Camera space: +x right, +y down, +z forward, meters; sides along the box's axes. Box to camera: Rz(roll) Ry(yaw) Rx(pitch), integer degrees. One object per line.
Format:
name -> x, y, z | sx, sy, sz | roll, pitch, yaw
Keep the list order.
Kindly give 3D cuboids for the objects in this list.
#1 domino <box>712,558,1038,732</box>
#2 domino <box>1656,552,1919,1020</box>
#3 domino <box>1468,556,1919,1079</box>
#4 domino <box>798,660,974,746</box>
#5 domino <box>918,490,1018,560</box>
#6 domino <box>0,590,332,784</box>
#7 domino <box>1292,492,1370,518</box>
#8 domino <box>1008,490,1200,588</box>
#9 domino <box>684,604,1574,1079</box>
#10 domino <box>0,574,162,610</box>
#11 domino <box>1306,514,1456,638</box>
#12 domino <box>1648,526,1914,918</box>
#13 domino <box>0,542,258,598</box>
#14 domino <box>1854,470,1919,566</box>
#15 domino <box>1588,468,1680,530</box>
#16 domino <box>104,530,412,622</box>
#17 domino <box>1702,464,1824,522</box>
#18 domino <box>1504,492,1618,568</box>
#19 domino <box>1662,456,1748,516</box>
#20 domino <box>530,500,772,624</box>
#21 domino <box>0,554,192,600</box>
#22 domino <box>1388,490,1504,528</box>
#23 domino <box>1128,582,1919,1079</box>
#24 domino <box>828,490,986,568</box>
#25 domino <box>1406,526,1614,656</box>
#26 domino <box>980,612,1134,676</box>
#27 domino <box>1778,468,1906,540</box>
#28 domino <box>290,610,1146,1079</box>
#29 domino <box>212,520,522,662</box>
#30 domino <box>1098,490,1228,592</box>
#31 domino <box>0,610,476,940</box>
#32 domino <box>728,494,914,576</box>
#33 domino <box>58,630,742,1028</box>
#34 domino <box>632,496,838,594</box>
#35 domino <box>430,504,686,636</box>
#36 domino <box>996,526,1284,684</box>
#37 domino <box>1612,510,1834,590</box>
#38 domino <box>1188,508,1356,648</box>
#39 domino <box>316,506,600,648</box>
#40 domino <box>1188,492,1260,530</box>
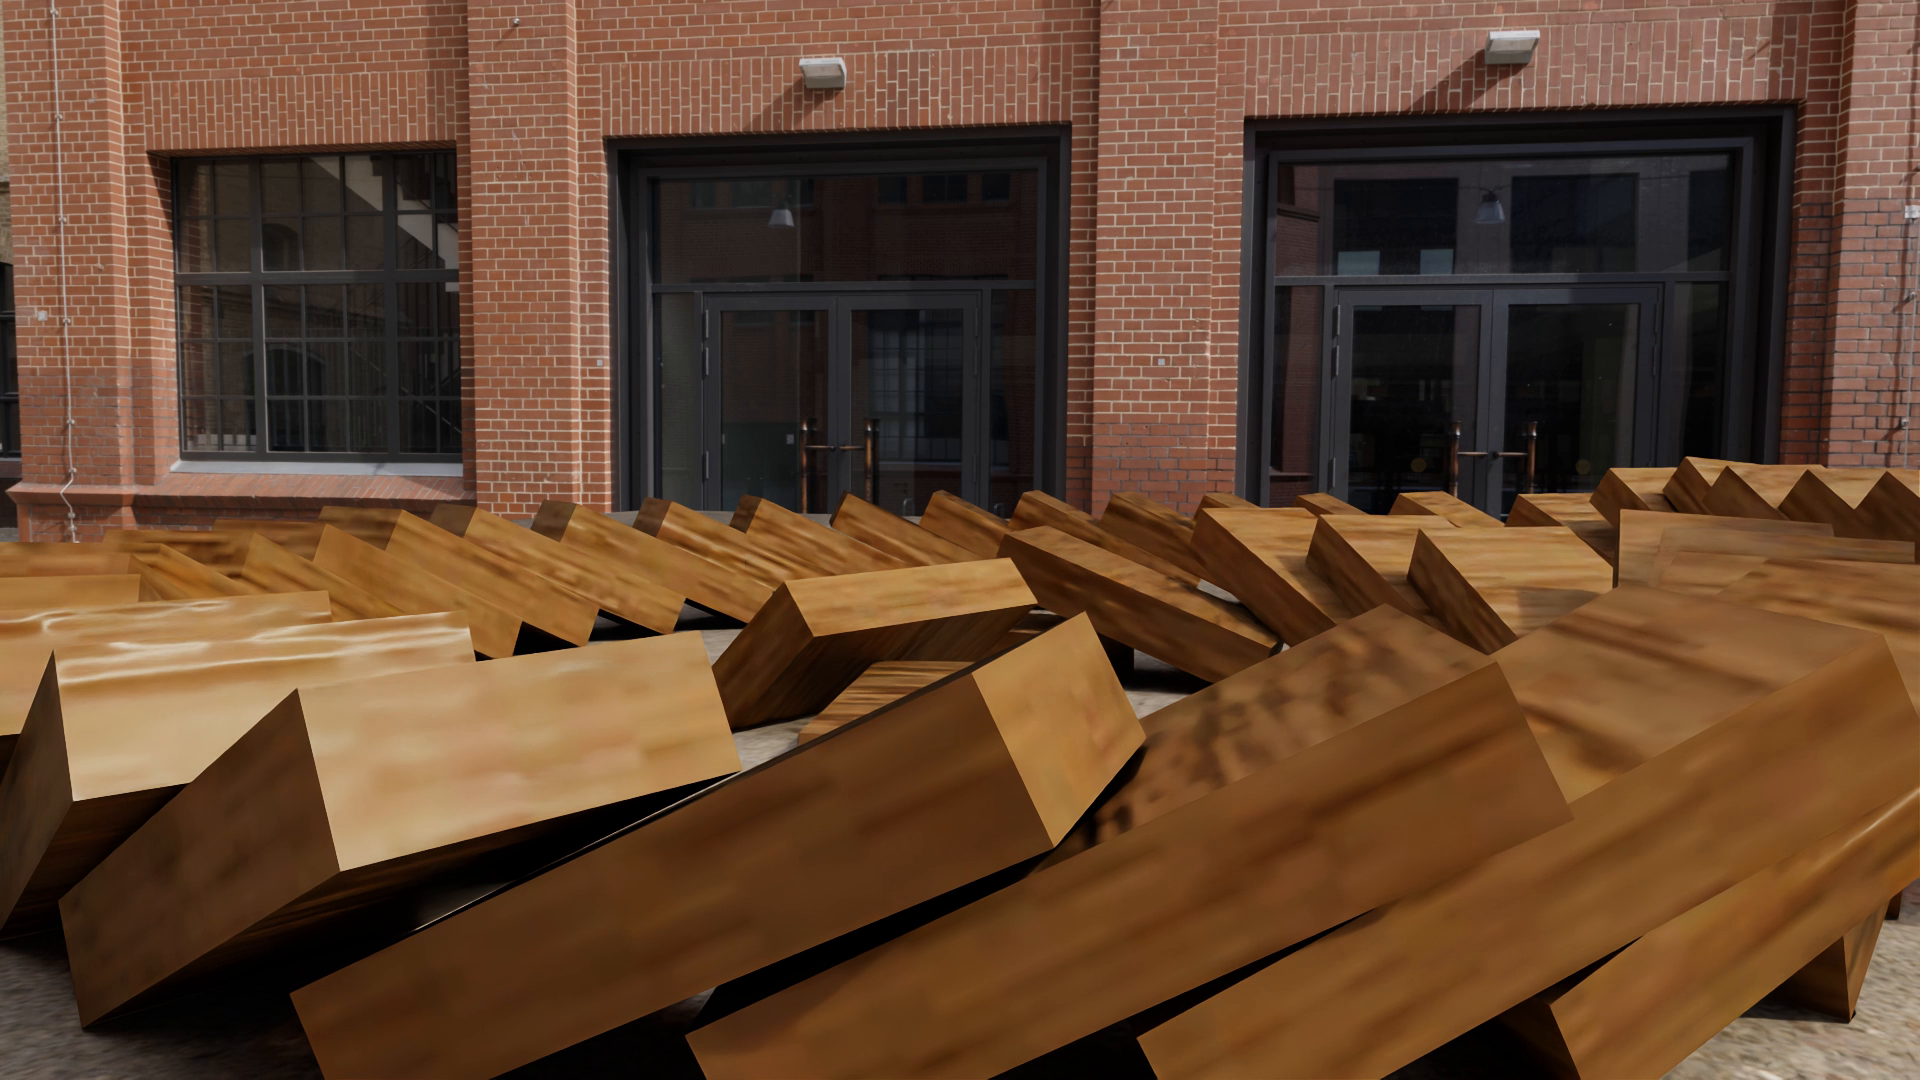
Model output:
domino -> -0.013, 0.016, 0.203 | 0.050, 0.010, 0.025 | -5, -34, -48
domino -> 0.072, 0.018, 0.116 | 0.025, 0.009, 0.050 | 4, 33, 46
domino -> 0.056, 0.019, 0.096 | 0.050, 0.009, 0.025 | -30, 14, -12
domino -> -0.003, 0.025, 0.170 | 0.025, 0.009, 0.050 | 0, 4, 7
domino -> 0.015, 0.002, 0.338 | 0.050, 0.009, 0.025 | 26, 5, 2
domino -> -0.076, 0.019, 0.119 | 0.025, 0.010, 0.050 | -3, -20, -37
domino -> 0.108, 0.004, 0.320 | 0.050, 0.010, 0.025 | 30, 18, 26
domino -> 0.039, 0.002, 0.338 | 0.050, 0.010, 0.025 | 26, 9, 9
domino -> 0.010, 0.021, 0.084 | 0.050, 0.009, 0.025 | -26, 1, 7
domino -> -0.095, 0.017, 0.137 | 0.025, 0.009, 0.050 | -1, -21, -17
domino -> 0.080, 0.012, 0.209 | 0.025, 0.010, 0.050 | 0, 29, -16
domino -> 0.086, 0.016, 0.137 | 0.025, 0.009, 0.050 | 5, 34, 34
domino -> -0.110, 0.014, 0.184 | 0.025, 0.009, 0.050 | 0, -21, 7
domino -> 0.180, 0.008, 0.215 | 0.025, 0.009, 0.050 | -1, 42, -18
domino -> 0.162, 0.003, 0.276 | 0.025, 0.010, 0.050 | -1, 41, -17
domino -> -0.109, 0.012, 0.207 | 0.025, 0.010, 0.050 | 1, -21, 12
domino -> 0.170, 0.005, 0.245 | 0.025, 0.009, 0.050 | -1, 42, -17
domino -> 0.152, 0.005, 0.293 | 0.025, 0.009, 0.050 | -2, 31, -22
domino -> 0.169, 0.003, 0.262 | 0.025, 0.009, 0.050 | 5, 40, -11
domino -> -0.071, 0.006, 0.295 | 0.050, 0.009, 0.025 | 27, -12, -32
domino -> -0.105, 0.015, 0.159 | 0.025, 0.010, 0.050 | -1, -22, -6
domino -> 0.130, 0.004, 0.309 | 0.025, 0.009, 0.050 | -4, 32, -46
domino -> 0.033, 0.020, 0.088 | 0.050, 0.009, 0.025 | -28, 7, -2
domino -> -0.009, 0.002, 0.333 | 0.050, 0.010, 0.025 | 26, 1, -8
domino -> 0.087, 0.014, 0.184 | 0.025, 0.010, 0.050 | -1, 29, -7
domino -> 0.005, 0.020, 0.242 | 0.050, 0.010, 0.025 | 2, 5, 26
domino -> 0.176, 0.006, 0.230 | 0.025, 0.009, 0.050 | -1, 42, -18
domino -> -0.015, 0.021, 0.083 | 0.050, 0.009, 0.025 | -27, -5, 18
domino -> -0.106, 0.010, 0.232 | 0.025, 0.009, 0.050 | 2, -20, 22
domino -> 0.063, 0.003, 0.335 | 0.050, 0.009, 0.025 | 27, 12, 15
domino -> -0.059, 0.020, 0.102 | 0.025, 0.009, 0.050 | -4, -20, -43
domino -> -0.031, 0.004, 0.322 | 0.050, 0.010, 0.025 | 25, -5, -20
domino -> -0.040, 0.021, 0.088 | 0.050, 0.010, 0.025 | -30, -16, 39
domino -> -0.052, 0.004, 0.310 | 0.050, 0.010, 0.025 | 26, -8, -26
domino -> -0.088, 0.007, 0.278 | 0.050, 0.010, 0.025 | 29, -15, -37
domino -> 0.033, 0.012, 0.232 | 0.050, 0.009, 0.025 | 24, 12, 18
domino -> 0.095, 0.014, 0.159 | 0.025, 0.009, 0.050 | 6, 34, 25
domino -> 0.065, 0.010, 0.229 | 0.025, 0.009, 0.050 | -1, 30, -27
domino -> -0.099, 0.008, 0.255 | 0.025, 0.010, 0.050 | 3, -21, 33
domino -> 0.086, 0.003, 0.329 | 0.050, 0.009, 0.025 | 29, 15, 20
